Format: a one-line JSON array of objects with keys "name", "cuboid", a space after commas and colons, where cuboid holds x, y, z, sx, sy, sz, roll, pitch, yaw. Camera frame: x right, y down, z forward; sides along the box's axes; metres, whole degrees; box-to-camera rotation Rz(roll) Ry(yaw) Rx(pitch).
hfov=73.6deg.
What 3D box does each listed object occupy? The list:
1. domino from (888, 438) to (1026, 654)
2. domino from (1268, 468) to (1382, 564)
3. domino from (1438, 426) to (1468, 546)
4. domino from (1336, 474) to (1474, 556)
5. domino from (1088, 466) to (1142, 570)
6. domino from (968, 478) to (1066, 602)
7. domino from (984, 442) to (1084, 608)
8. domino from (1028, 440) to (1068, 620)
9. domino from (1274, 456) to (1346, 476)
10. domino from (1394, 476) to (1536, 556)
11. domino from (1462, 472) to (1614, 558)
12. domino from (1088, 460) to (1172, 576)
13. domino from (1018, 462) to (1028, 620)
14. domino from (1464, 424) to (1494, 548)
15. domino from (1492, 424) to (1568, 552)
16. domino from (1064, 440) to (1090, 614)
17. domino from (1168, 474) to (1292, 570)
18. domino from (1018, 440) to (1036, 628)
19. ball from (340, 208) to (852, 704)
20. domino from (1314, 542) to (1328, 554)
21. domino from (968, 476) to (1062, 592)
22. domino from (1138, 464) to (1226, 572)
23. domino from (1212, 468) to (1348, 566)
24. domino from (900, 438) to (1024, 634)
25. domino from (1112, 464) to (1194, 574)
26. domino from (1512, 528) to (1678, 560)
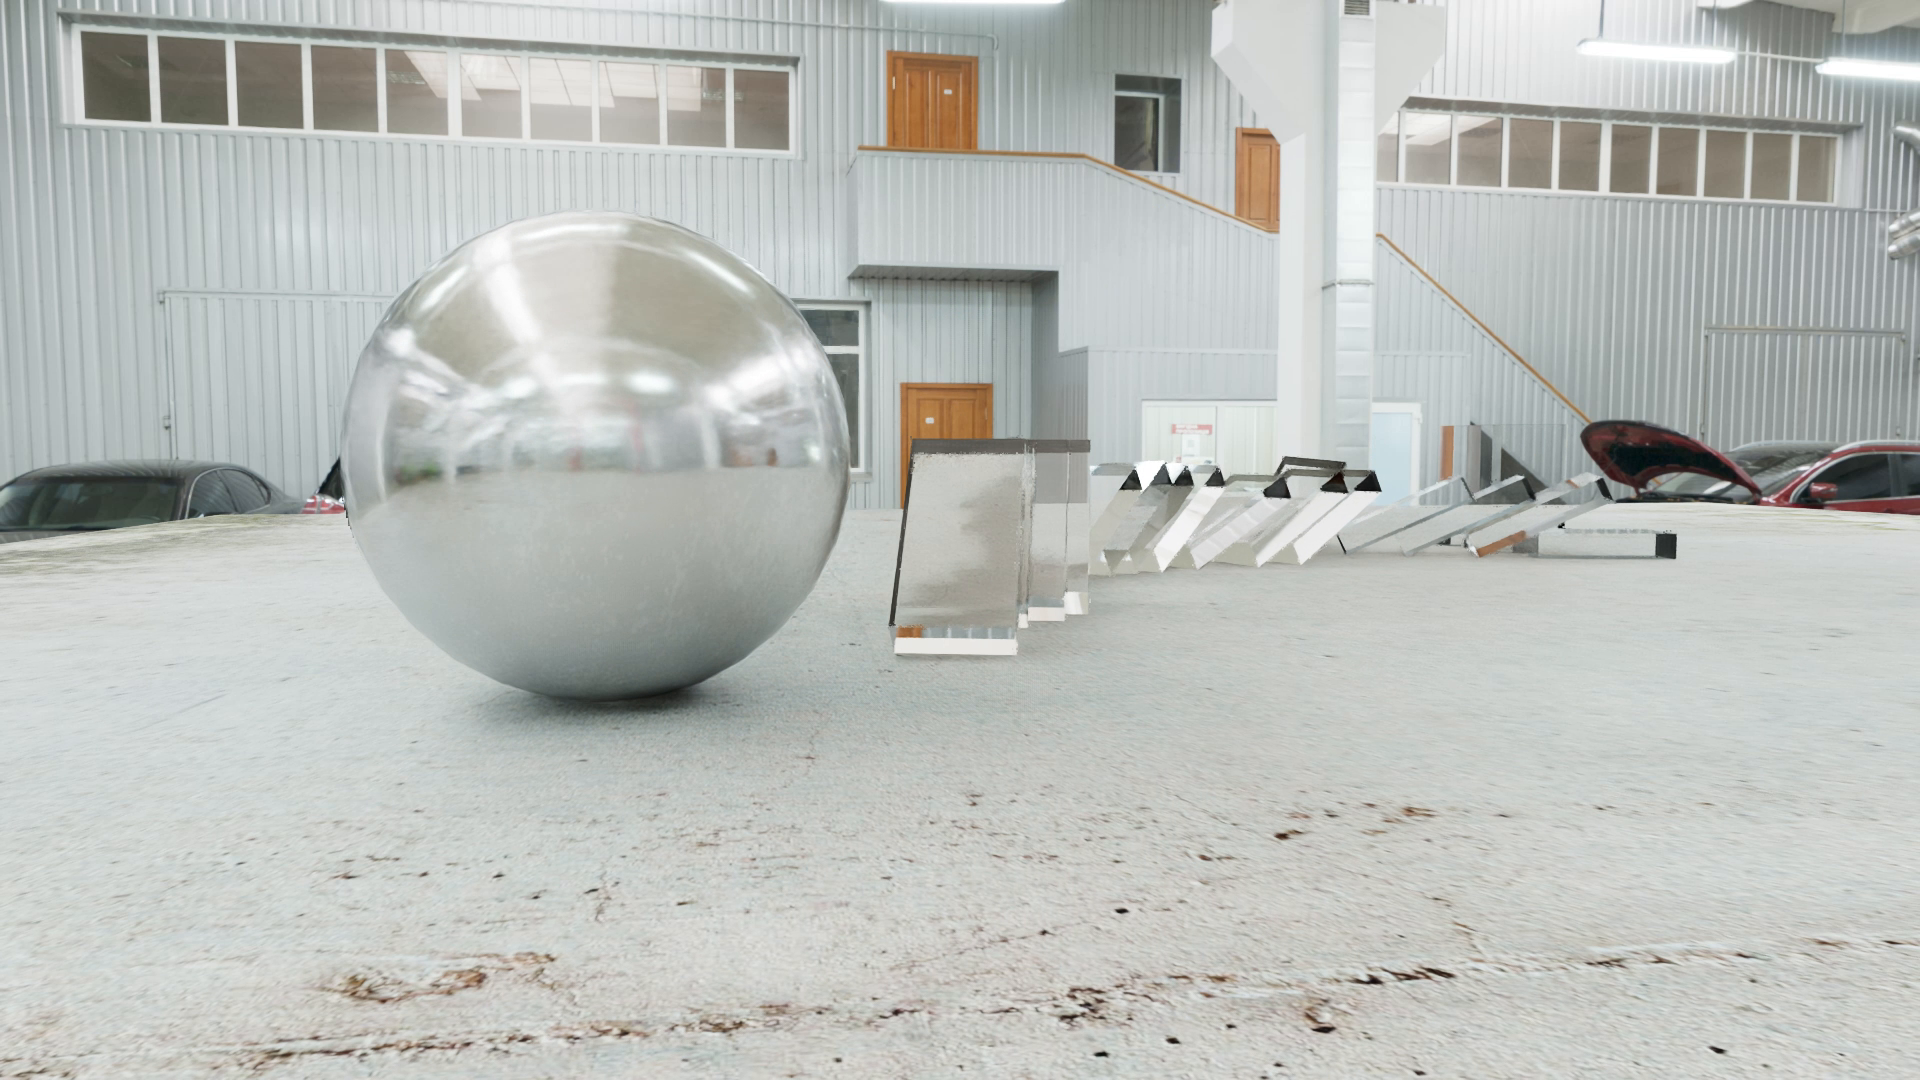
[{"name": "domino", "cuboid": [0.000, 0.000, 0.272, 0.025, 0.050, 0.009, 0, -37, 6]}, {"name": "domino", "cuboid": [0.130, -0.009, 0.473, 0.050, 0.009, 0.025, -36, 23, -27]}, {"name": "domino", "cuboid": [0.215, -0.023, 0.540, 0.025, 0.050, 0.009, -1, 4, -15]}, {"name": "domino", "cuboid": [0.170, -0.010, 0.494, 0.050, 0.009, 0.025, -26, -3, 17]}, {"name": "domino", "cuboid": [0.036, -0.006, 0.405, 0.025, 0.010, 0.050, 2, 37, 35]}, {"name": "domino", "cuboid": [0.017, -0.001, 0.366, 0.025, 0.009, 0.050, 0, 33, 6]}, {"name": "domino", "cuboid": [0.021, -0.005, 0.347, 0.025, 0.050, 0.009, 0, -39, 6]}, {"name": "domino", "cuboid": [0.014, -0.003, 0.321, 0.025, 0.050, 0.009, 0, -37, 6]}, {"name": "domino", "cuboid": [0.132, -0.014, 0.501, 0.025, 0.009, 0.050, 9, 42, 30]}, {"name": "domino", "cuboid": [0.191, -0.009, 0.490, 0.050, 0.009, 0.025, -26, -3, 16]}, {"name": "domino", "cuboid": [0.216, -0.010, 0.484, 0.050, 0.010, 0.025, -26, 2, 15]}, {"name": "domino", "cuboid": [0.048, -0.008, 0.420, 0.025, 0.010, 0.050, 0, 36, 37]}, {"name": "domino", "cuboid": [0.001, -0.001, 0.284, 0.025, 0.050, 0.010, 1, -37, 6]}, {"name": "domino", "cuboid": [0.220, -0.022, 0.522, 0.025, 0.050, 0.009, -1, 4, -12]}, {"name": "domino", "cuboid": [0.223, -0.020, 0.503, 0.025, 0.050, 0.009, 0, 4, 3]}, {"name": "domino", "cuboid": [0.021, -0.004, 0.333, 0.025, 0.050, 0.010, 1, -37, 6]}, {"name": "domino", "cuboid": [0.091, -0.007, 0.455, 0.050, 0.010, 0.025, -33, 20, -26]}, {"name": "domino", "cuboid": [0.005, -0.002, 0.309, 0.025, 0.050, 0.010, 0, -37, 6]}, {"name": "ball", "cuboid": [-0.058, -0.013, 0.212, 0.080, 0.080, 0.080, 0, 4, 0]}, {"name": "domino", "cuboid": [0.134, -0.001, 0.522, 0.025, 0.009, 0.050, 2, 5, 21]}, {"name": "domino", "cuboid": [0.018, -0.003, 0.386, 0.025, 0.010, 0.050, 0, 33, 7]}, {"name": "domino", "cuboid": [0.069, -0.008, 0.445, 0.025, 0.009, 0.050, 4, 38, 41]}, {"name": "domino", "cuboid": [0.113, -0.009, 0.462, 0.050, 0.009, 0.025, -35, 22, -24]}, {"name": "domino", "cuboid": [0.001, -0.002, 0.297, 0.025, 0.050, 0.009, 0, -37, 6]}, {"name": "domino", "cuboid": [0.057, -0.008, 0.434, 0.025, 0.010, 0.050, 1, 37, 37]}, {"name": "domino", "cuboid": [0.240, 0.001, 0.486, 0.050, 0.009, 0.025, 0, 4, 3]}]
